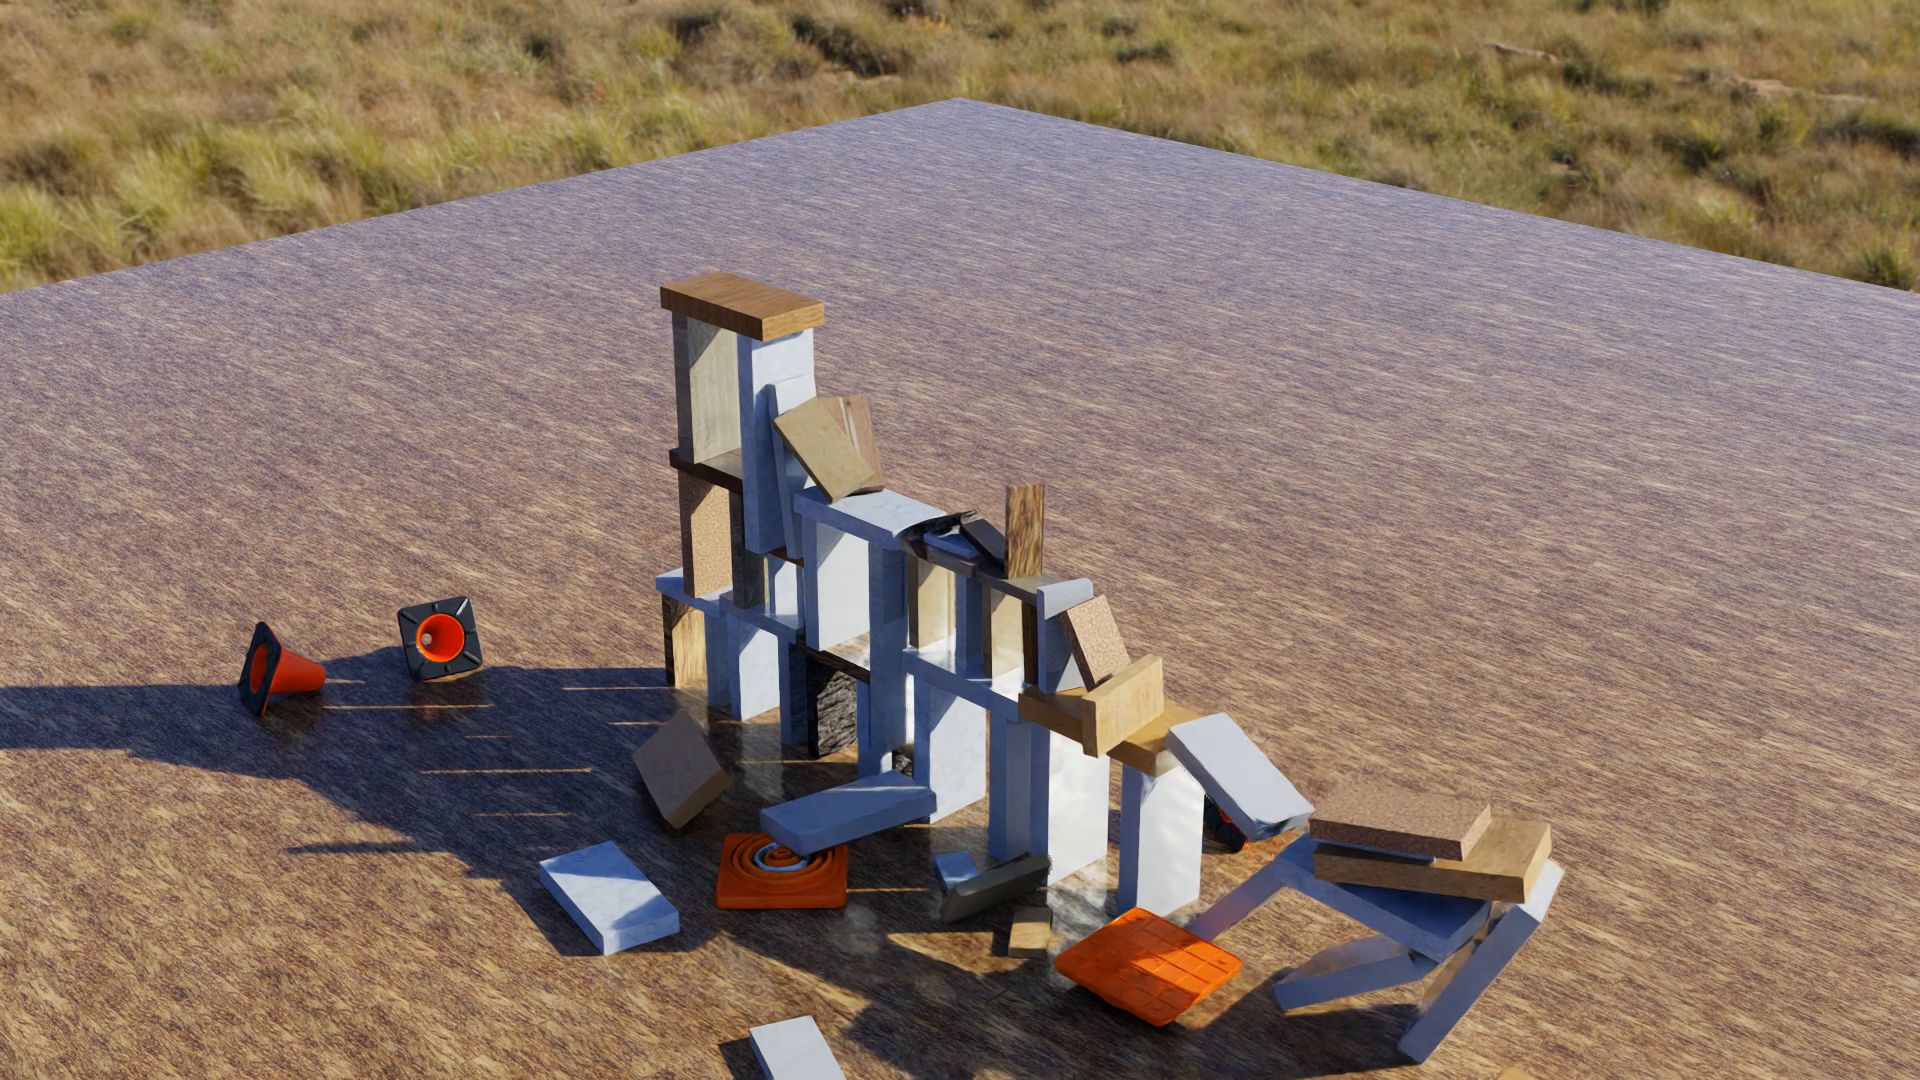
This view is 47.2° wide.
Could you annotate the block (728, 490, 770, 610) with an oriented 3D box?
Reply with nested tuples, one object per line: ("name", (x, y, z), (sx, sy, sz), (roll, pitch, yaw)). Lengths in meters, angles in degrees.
("block", (-0.425, 0.005, 4.683), (0.037, 0.262, 0.131), (21, 31, 41))

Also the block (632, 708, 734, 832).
("block", (-0.569, 0.466, 4.490), (0.150, 0.043, 0.301), (-41, 28, -3))

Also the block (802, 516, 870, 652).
("block", (-0.252, 0.070, 4.534), (0.041, 0.292, 0.146), (21, 31, 41))

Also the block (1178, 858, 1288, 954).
("block", (0.539, 0.622, 3.937), (0.162, 0.325, 0.046), (-23, 72, -43))

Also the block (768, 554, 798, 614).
("block", (-0.373, 0.082, 4.663), (0.019, 0.135, 0.067), (21, 31, 41))

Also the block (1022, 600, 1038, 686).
("block", (0.155, 0.182, 4.129), (0.082, 0.164, 0.023), (-21, 27, -41))

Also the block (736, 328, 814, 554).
("block", (-0.374, -0.215, 4.539), (0.046, 0.471, 0.163), (21, 31, 41))

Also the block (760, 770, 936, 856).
("block", (-0.219, 0.534, 4.328), (0.316, 0.043, 0.150), (-14, 21, -33))

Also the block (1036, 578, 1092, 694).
("block", (0.196, 0.178, 4.083), (0.102, 0.203, 0.029), (-11, 21, -24))

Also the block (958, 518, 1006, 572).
("block", (0.062, 0.009, 4.186), (0.060, 0.017, 0.131), (-16, 46, -38))

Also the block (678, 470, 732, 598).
("block", (-0.547, -0.030, 4.802), (0.037, 0.292, 0.131), (20, 30, 40))

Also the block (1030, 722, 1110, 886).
("block", (0.210, 0.476, 4.204), (0.170, 0.340, 0.048), (-21, 31, -40))

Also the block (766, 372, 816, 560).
("block", (-0.327, -0.152, 4.518), (0.104, 0.369, 0.029), (-21, 22, -41))

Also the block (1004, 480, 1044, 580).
("block", (0.120, -0.019, 4.096), (0.069, 0.183, 0.020), (-9, 25, -20))

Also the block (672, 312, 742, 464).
("block", (-0.525, -0.340, 4.648), (0.046, 0.326, 0.163), (19, 29, 37))

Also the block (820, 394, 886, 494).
("block", (-0.224, -0.192, 4.464), (0.104, 0.029, 0.207), (-6, 67, -15))

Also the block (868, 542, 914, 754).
("block", (-0.115, 0.199, 4.439), (0.041, 0.456, 0.146), (21, 31, 40))

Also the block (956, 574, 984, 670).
("block", (0.037, 0.143, 4.245), (0.099, 0.197, 0.028), (-21, 31, -40))

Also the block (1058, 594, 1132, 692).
("block", (0.258, 0.212, 4.025), (0.102, 0.203, 0.029), (-21, 0, -41))

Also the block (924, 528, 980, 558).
("block", (-0.006, 0.004, 4.228), (0.120, 0.017, 0.060), (20, 30, 39))

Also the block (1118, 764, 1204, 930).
("block", (0.373, 0.536, 4.063), (0.170, 0.340, 0.048), (-19, 30, -37))

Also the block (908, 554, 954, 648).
("block", (-0.056, 0.106, 4.332), (0.099, 0.197, 0.028), (-21, 30, -41))

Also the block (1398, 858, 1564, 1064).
("block", (0.867, 0.699, 3.666), (0.049, 0.367, 0.175), (36, 33, 11))

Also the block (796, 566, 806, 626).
("block", (-0.310, 0.107, 4.604), (0.019, 0.135, 0.067), (21, 31, 41))

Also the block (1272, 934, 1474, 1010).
("block", (0.703, 0.723, 3.762), (0.162, 0.046, 0.325), (-23, -4, -41))

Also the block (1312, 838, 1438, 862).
("block", (0.706, 0.477, 3.656), (0.219, 0.031, 0.109), (6, 26, 34))

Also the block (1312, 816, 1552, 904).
("block", (0.781, 0.515, 3.638), (0.349, 0.049, 0.175), (3, 25, 29))

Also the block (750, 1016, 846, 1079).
("block", (-0.237, 0.905, 3.588), (0.109, 0.031, 0.385), (-9, 24, -19))

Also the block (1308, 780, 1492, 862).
("block", (0.720, 0.458, 3.603), (0.262, 0.037, 0.131), (5, 26, 33))

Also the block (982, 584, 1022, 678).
("block", (0.081, 0.163, 4.206), (0.023, 0.191, 0.082), (19, 30, 41))

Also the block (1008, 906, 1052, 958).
("block", (0.130, 0.720, 4.039), (0.069, 0.020, 0.138), (3, 23, 6))
